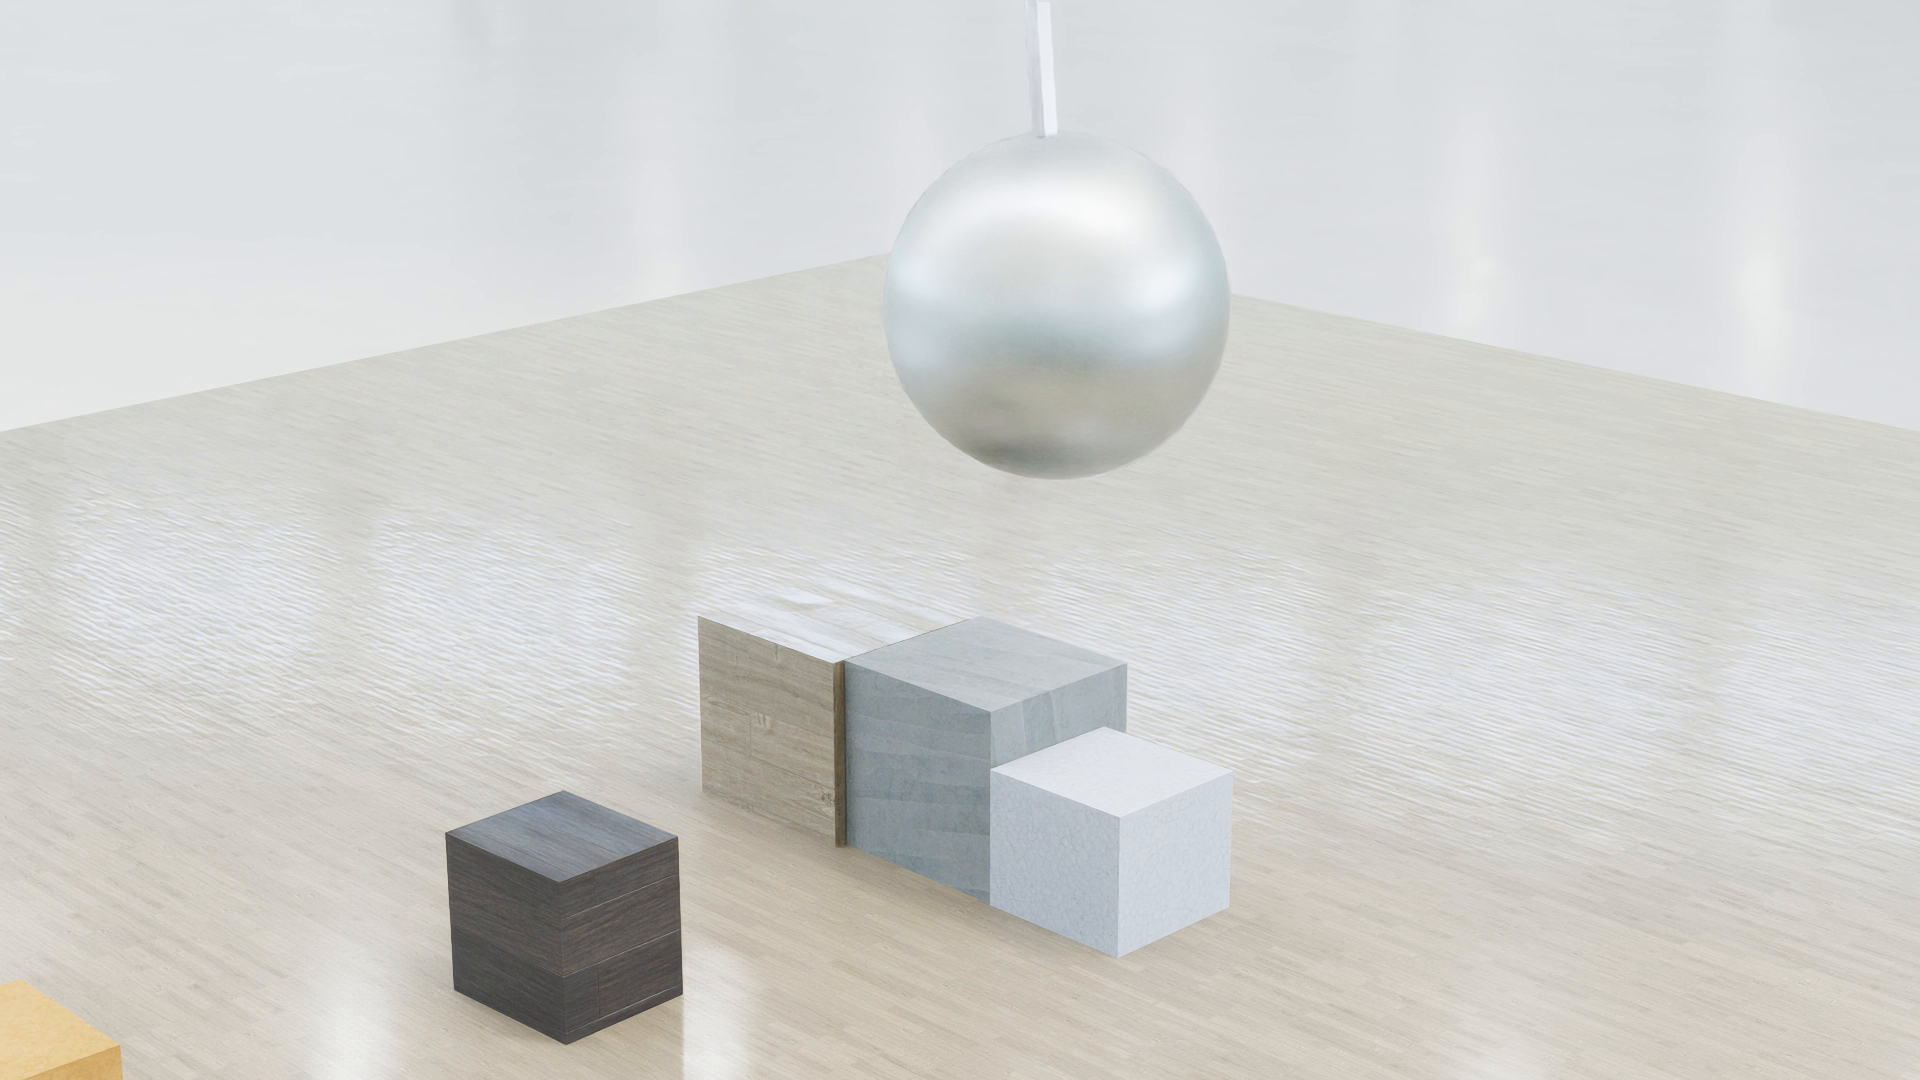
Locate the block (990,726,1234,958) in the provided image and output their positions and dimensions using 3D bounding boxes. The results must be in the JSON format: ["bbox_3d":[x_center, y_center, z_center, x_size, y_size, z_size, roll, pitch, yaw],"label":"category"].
[{"bbox_3d":[0.669,1.327,13.031,0.744,0.654,0.770,-17,24,-42],"label":"block"}]

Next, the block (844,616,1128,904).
[{"bbox_3d":[0.119,0.998,13.638,0.898,0.919,0.946,-17,24,-42],"label":"block"}]

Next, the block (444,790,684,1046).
[{"bbox_3d":[-1.644,1.556,12.199,0.735,0.716,0.631,16,23,41],"label":"block"}]

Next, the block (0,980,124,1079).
[{"bbox_3d":[-3.463,2.098,10.547,0.630,0.673,0.737,-16,24,-42],"label":"block"}]

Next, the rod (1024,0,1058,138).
[{"bbox_3d":[0.191,-4.227,12.214,0.080,5.200,0.080,17,30,42],"label":"rod"}]

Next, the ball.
[{"bbox_3d":[0.441,-1.076,13.466,1.600,1.600,1.600,0,17,0],"label":"ball"}]

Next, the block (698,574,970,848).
[{"bbox_3d":[-0.608,0.807,14.244,0.896,0.918,0.962,-17,24,-42],"label":"block"}]
